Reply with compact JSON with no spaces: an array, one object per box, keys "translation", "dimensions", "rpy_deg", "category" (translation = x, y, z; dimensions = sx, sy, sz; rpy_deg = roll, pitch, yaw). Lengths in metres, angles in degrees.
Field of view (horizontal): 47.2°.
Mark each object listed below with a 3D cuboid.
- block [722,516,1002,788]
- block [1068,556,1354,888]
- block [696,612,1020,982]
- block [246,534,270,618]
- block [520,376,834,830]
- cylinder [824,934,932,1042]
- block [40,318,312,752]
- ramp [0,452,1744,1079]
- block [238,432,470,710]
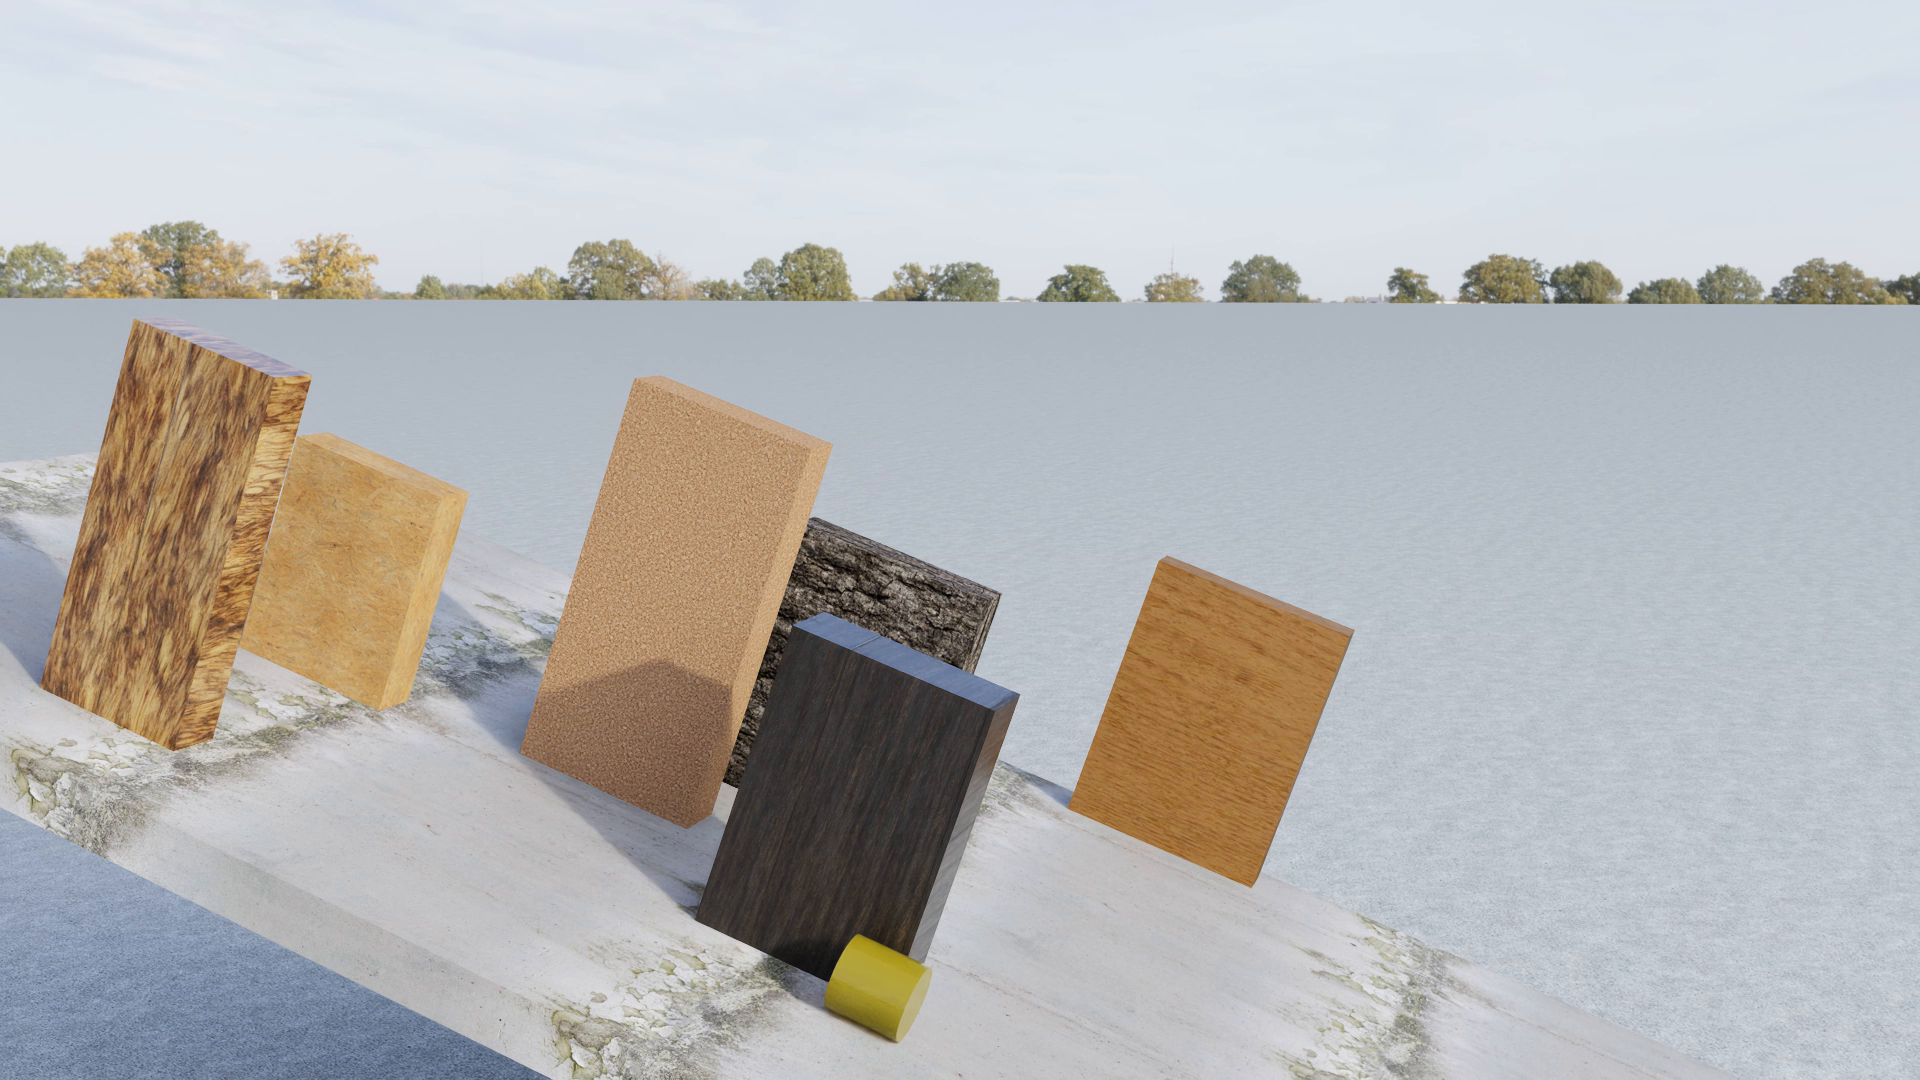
[{"translation":[-0.207,0.288,4.339],"dimensions":[0.412,0.549,0.110],"rpy_deg":[22,12,14],"category":"block"},{"translation":[0.551,0.400,4.868],"dimensions":[0.443,0.606,0.090],"rpy_deg":[22,12,14],"category":"block"},{"translation":[-0.174,0.450,3.689],"dimensions":[0.367,0.545,0.150],"rpy_deg":[22,12,14],"category":"block"},{"translation":[-1.460,0.059,4.411],"dimensions":[0.142,0.142,0.142],"rpy_deg":[16,13,-14],"category":"block"},{"translation":[-0.535,0.115,4.107],"dimensions":[0.365,0.758,0.115],"rpy_deg":[22,12,14],"category":"block"},{"translation":[-0.131,0.722,3.546],"dimensions":[0.130,0.130,0.130],"rpy_deg":[22,13,14],"category":"cylinder"},{"translation":[-1.318,-0.011,3.688],"dimensions":[0.279,0.665,0.106],"rpy_deg":[22,12,14],"category":"block"},{"translation":[-0.338,0.623,4.214],"dimensions":[4.000,0.100,2.000],"rpy_deg":[22,12,14],"category":"ramp"},{"translation":[-1.155,0.058,4.187],"dimensions":[0.320,0.434,0.105],"rpy_deg":[22,12,14],"category":"block"}]
